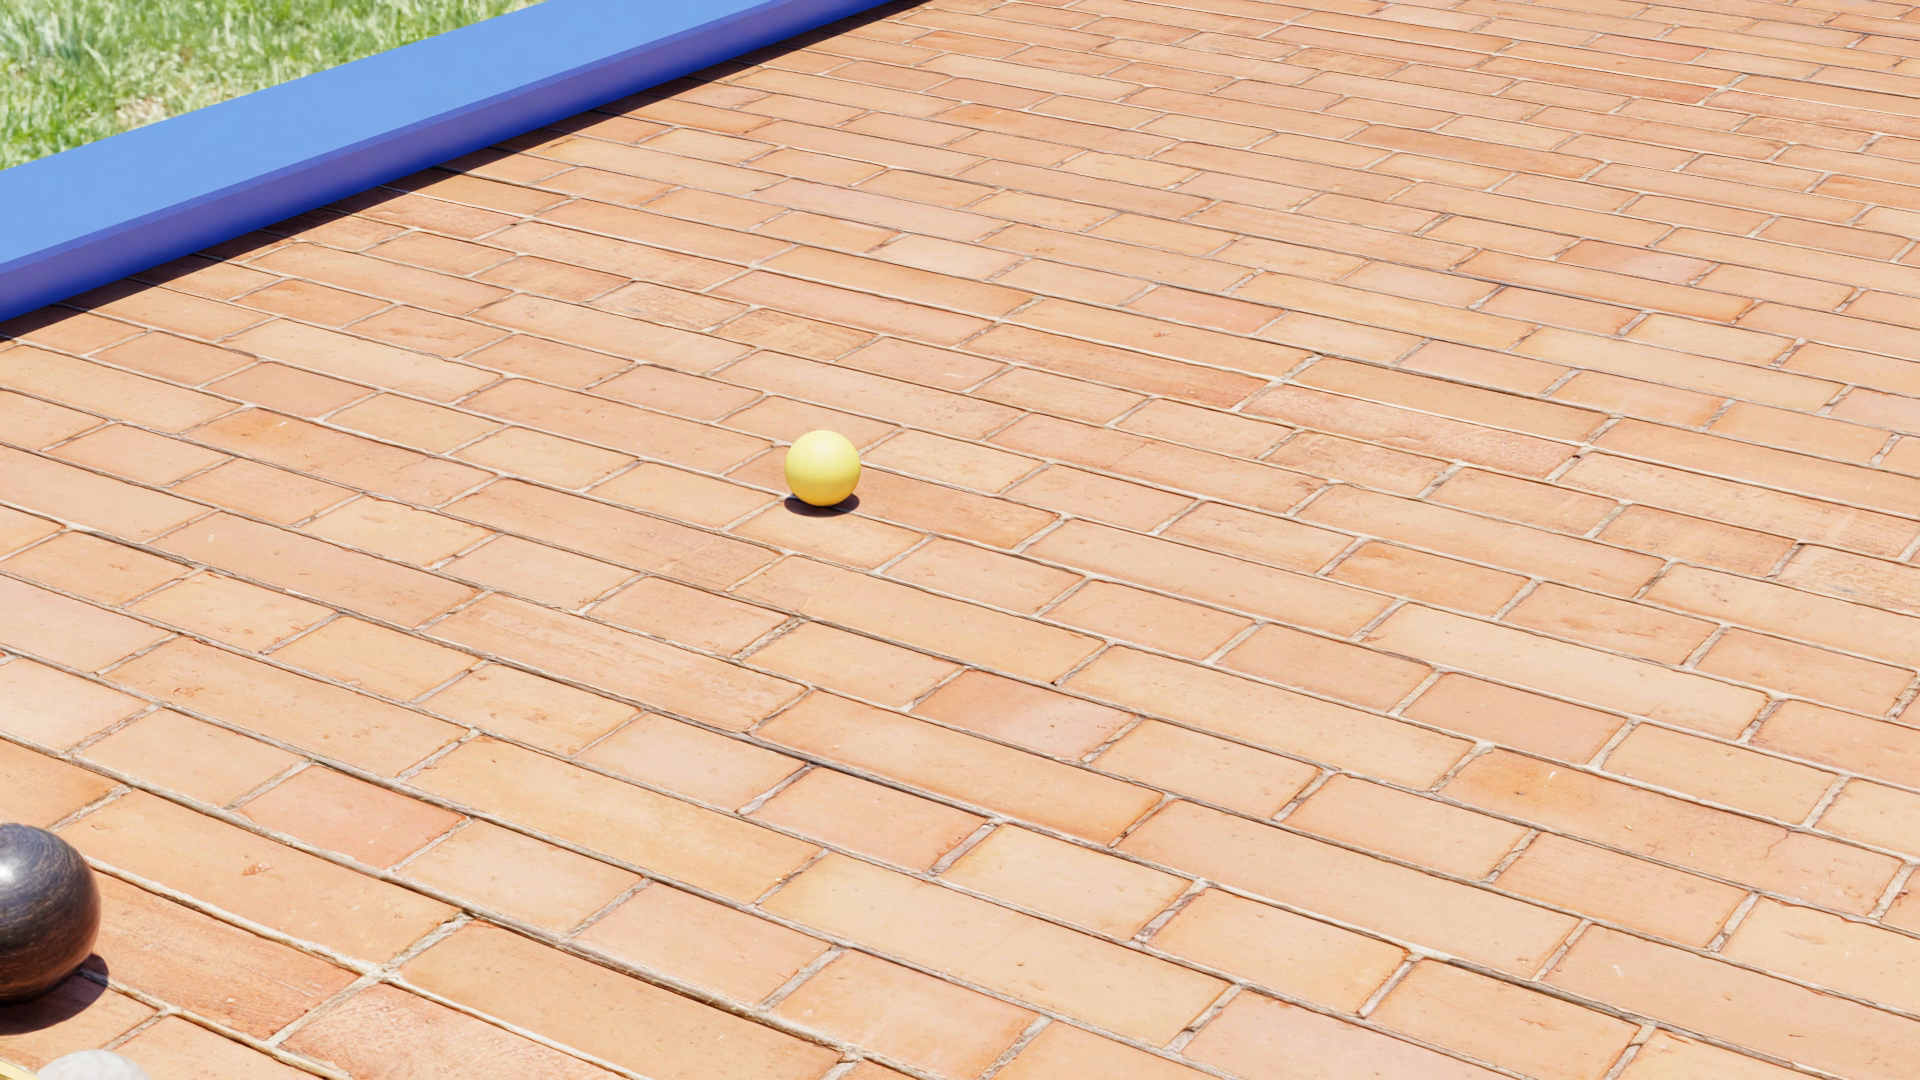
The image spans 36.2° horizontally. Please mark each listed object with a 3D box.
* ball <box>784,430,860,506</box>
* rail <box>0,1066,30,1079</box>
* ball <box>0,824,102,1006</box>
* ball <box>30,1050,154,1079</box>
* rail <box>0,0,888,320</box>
[{"bbox_3d":[-0.095,-0.049,2.032,0.053,0.053,0.053,0,24,0],"label":"ball"},{"bbox_3d":[-0.430,0.250,1.276,1.869,0.120,0.045,15,28,30],"label":"rail"},{"bbox_3d":[-0.472,0.186,1.460,0.089,0.089,0.089,0,24,0],"label":"ball"},{"bbox_3d":[-0.389,0.262,1.315,0.068,0.068,0.068,0,24,0],"label":"ball"},{"bbox_3d":[-0.323,-0.503,2.964,0.045,0.120,3.271,15,28,30],"label":"rail"}]
